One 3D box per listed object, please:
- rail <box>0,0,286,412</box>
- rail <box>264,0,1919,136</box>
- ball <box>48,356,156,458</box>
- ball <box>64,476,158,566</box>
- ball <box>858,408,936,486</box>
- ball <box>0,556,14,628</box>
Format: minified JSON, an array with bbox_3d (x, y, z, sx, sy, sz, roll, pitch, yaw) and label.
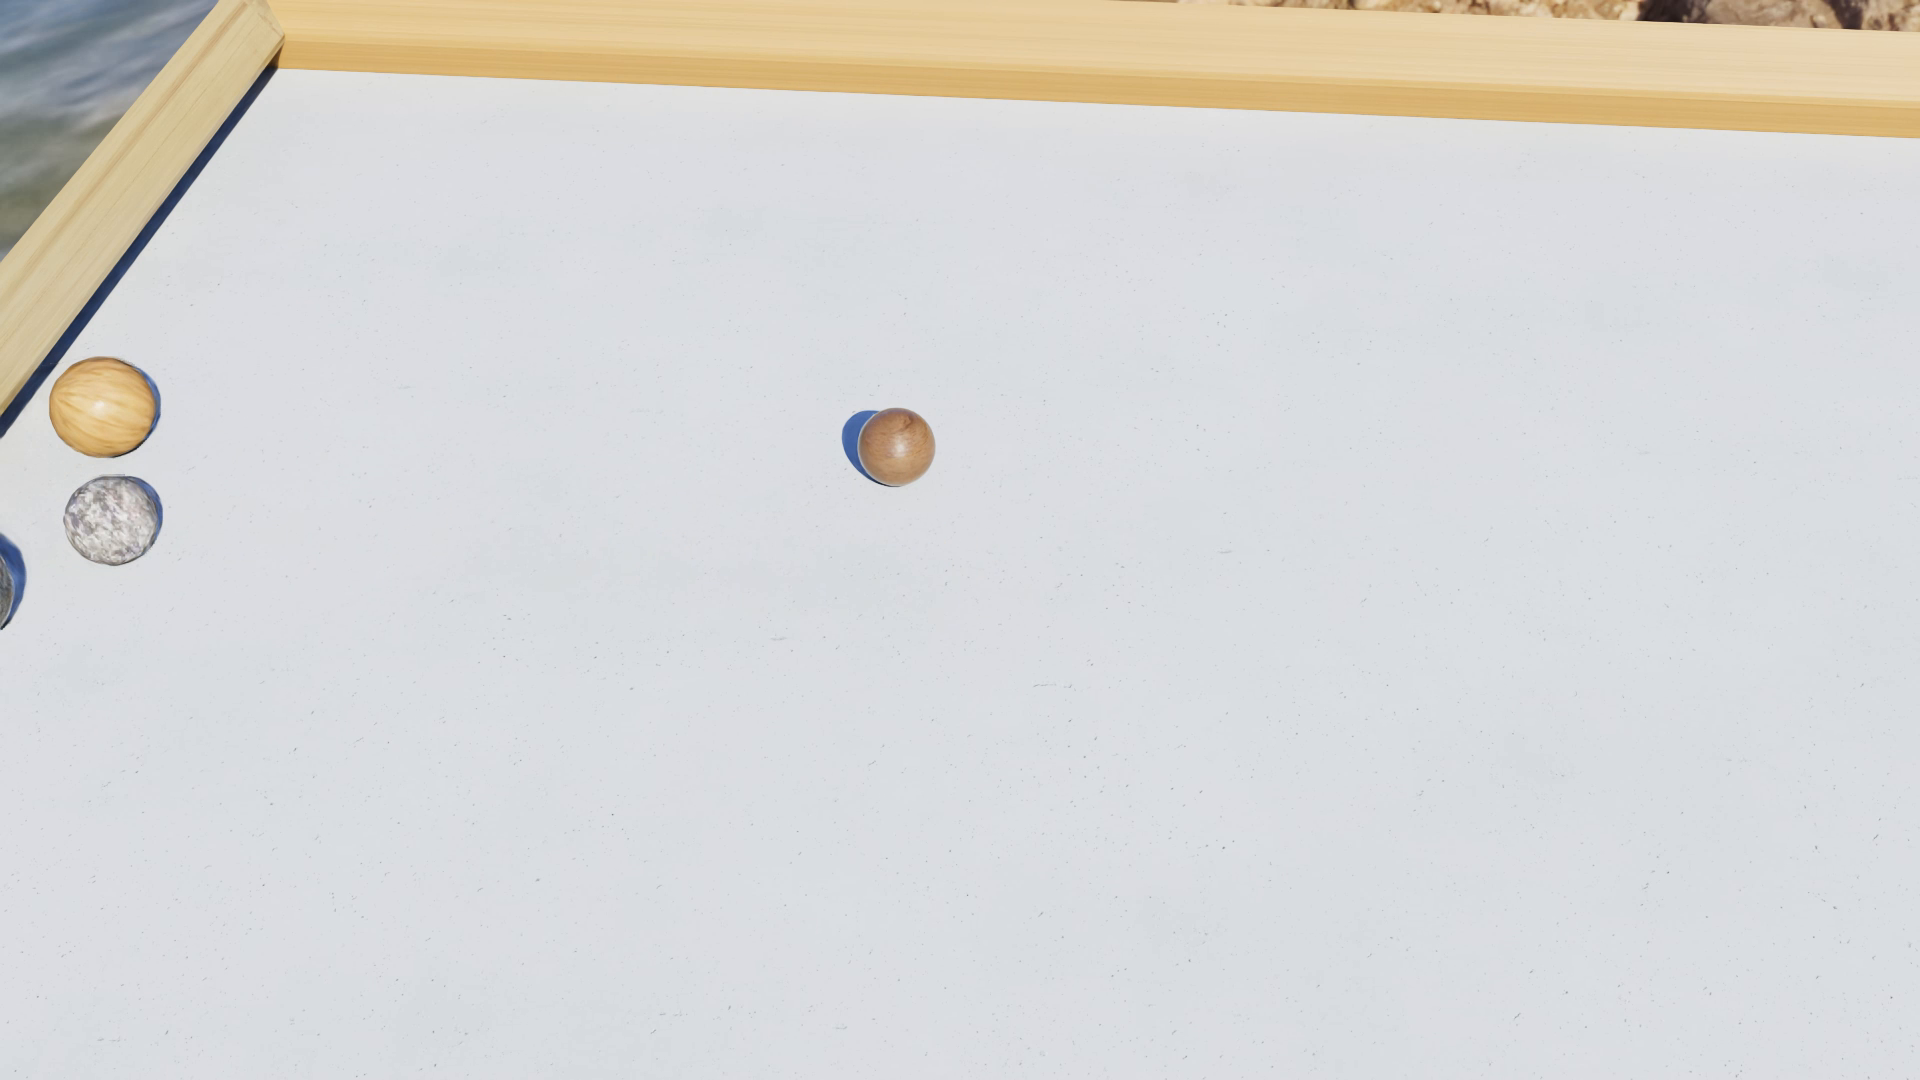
[{"bbox_3d":[-0.767,-0.060,1.916,0.045,0.107,1.634,3,35,5],"label":"rail"},{"bbox_3d":[0.868,-0.424,2.437,3.177,0.107,0.045,3,35,5],"label":"rail"},{"bbox_3d":[-0.670,-0.104,2.004,0.079,0.079,0.079,0,35,0],"label":"ball"},{"bbox_3d":[-0.625,-0.014,1.888,0.066,0.066,0.066,0,35,0],"label":"ball"},{"bbox_3d":[-0.049,-0.072,1.975,0.061,0.061,0.061,0,35,0],"label":"ball"},{"bbox_3d":[-0.708,0.036,1.802,0.082,0.082,0.082,0,35,0],"label":"ball"}]
